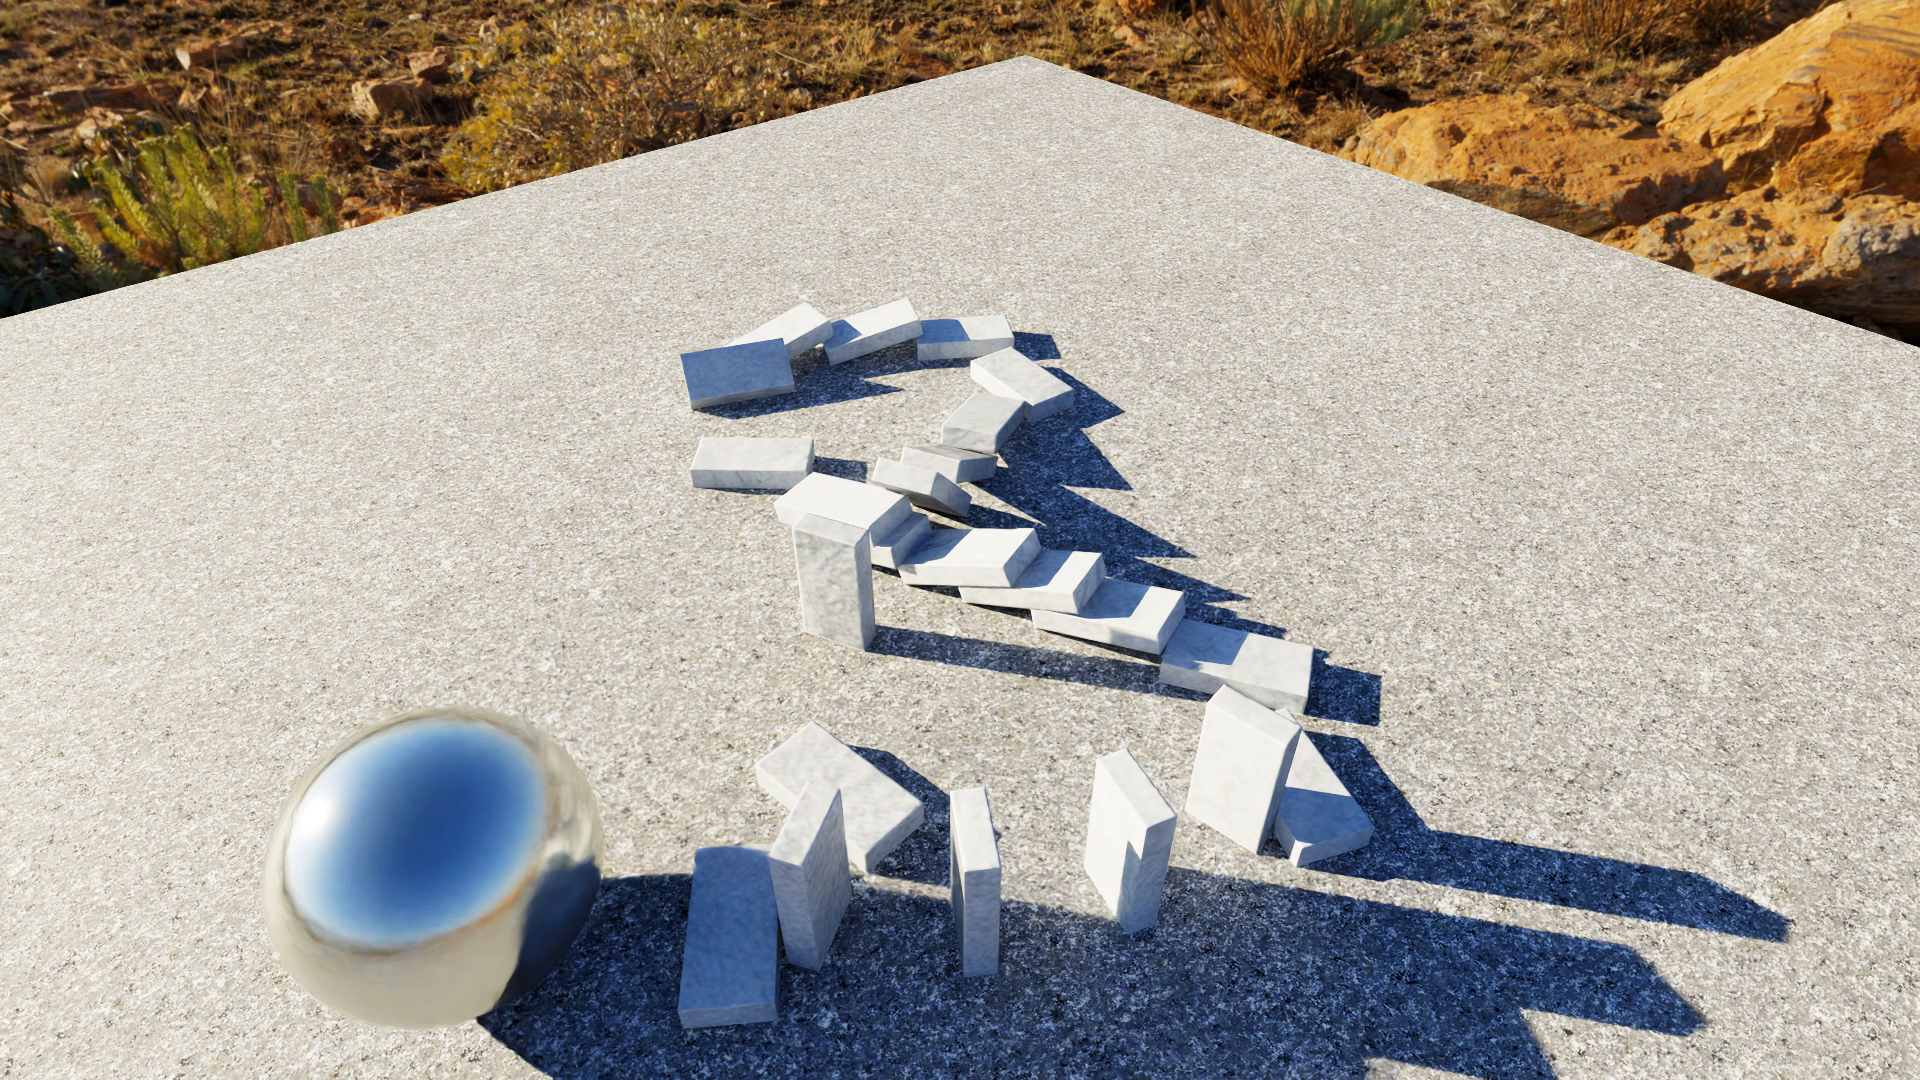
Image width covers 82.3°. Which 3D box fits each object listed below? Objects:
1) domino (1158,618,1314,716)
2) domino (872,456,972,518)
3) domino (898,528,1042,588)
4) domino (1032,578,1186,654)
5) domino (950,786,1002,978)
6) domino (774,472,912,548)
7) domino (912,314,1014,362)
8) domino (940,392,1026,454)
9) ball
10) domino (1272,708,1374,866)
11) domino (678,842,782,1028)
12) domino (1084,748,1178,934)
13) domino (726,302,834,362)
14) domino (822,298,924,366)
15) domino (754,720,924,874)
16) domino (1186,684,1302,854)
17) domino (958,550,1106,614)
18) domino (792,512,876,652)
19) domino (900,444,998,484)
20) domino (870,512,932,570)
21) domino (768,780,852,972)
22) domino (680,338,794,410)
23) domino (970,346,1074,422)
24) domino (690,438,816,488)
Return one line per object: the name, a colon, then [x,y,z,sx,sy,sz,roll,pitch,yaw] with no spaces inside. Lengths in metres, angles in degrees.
domino: [0.098,0.044,0.390,0.050,0.010,0.025,12,41,14]
domino: [-0.014,-0.021,0.443,0.025,0.050,0.010,15,86,18]
domino: [0.003,0.006,0.421,0.050,0.010,0.025,0,33,36]
domino: [0.054,0.026,0.404,0.050,0.009,0.025,10,39,31]
domino: [0.004,0.093,0.298,0.009,0.050,0.025,-5,40,-7]
domino: [-0.047,-0.013,0.438,0.050,0.010,0.025,14,41,33]
domino: [0.001,-0.105,0.572,0.050,0.010,0.025,-6,40,-7]
domino: [0.011,-0.054,0.499,0.025,0.009,0.050,11,27,14]
ball: [-0.134,0.083,0.286,0.080,0.080,0.080,0,39,0]
domino: [0.105,0.077,0.349,0.025,0.010,0.050,-12,41,-14]
domino: [-0.063,0.110,0.309,0.025,0.009,0.050,-3,39,-4]
domino: [0.047,0.085,0.308,0.009,0.050,0.025,-16,42,-19]
domino: [-0.092,-0.101,0.558,0.050,0.010,0.025,-34,48,-18]
domino: [-0.046,-0.108,0.567,0.050,0.010,0.025,-20,42,-5]
domino: [-0.038,0.080,0.346,0.050,0.010,0.025,30,48,31]
domino: [0.084,0.069,0.327,0.025,0.050,0.009,28,47,30]
domino: [0.027,0.014,0.414,0.050,0.010,0.025,4,35,34]
domino: [-0.044,0.015,0.393,0.025,0.050,0.009,16,42,18]
domino: [-0.004,-0.033,0.464,0.025,0.009,0.050,15,11,17]
domino: [-0.039,-0.004,0.440,0.050,0.010,0.025,12,41,32]
domino: [-0.040,0.092,0.299,0.010,0.050,0.025,11,41,13]
domino: [-0.108,-0.081,0.532,0.050,0.010,0.025,-12,75,-14]
domino: [0.030,-0.077,0.537,0.025,0.010,0.050,-24,45,-26]
domino: [-0.091,-0.034,0.485,0.050,0.009,0.025,1,39,1]
